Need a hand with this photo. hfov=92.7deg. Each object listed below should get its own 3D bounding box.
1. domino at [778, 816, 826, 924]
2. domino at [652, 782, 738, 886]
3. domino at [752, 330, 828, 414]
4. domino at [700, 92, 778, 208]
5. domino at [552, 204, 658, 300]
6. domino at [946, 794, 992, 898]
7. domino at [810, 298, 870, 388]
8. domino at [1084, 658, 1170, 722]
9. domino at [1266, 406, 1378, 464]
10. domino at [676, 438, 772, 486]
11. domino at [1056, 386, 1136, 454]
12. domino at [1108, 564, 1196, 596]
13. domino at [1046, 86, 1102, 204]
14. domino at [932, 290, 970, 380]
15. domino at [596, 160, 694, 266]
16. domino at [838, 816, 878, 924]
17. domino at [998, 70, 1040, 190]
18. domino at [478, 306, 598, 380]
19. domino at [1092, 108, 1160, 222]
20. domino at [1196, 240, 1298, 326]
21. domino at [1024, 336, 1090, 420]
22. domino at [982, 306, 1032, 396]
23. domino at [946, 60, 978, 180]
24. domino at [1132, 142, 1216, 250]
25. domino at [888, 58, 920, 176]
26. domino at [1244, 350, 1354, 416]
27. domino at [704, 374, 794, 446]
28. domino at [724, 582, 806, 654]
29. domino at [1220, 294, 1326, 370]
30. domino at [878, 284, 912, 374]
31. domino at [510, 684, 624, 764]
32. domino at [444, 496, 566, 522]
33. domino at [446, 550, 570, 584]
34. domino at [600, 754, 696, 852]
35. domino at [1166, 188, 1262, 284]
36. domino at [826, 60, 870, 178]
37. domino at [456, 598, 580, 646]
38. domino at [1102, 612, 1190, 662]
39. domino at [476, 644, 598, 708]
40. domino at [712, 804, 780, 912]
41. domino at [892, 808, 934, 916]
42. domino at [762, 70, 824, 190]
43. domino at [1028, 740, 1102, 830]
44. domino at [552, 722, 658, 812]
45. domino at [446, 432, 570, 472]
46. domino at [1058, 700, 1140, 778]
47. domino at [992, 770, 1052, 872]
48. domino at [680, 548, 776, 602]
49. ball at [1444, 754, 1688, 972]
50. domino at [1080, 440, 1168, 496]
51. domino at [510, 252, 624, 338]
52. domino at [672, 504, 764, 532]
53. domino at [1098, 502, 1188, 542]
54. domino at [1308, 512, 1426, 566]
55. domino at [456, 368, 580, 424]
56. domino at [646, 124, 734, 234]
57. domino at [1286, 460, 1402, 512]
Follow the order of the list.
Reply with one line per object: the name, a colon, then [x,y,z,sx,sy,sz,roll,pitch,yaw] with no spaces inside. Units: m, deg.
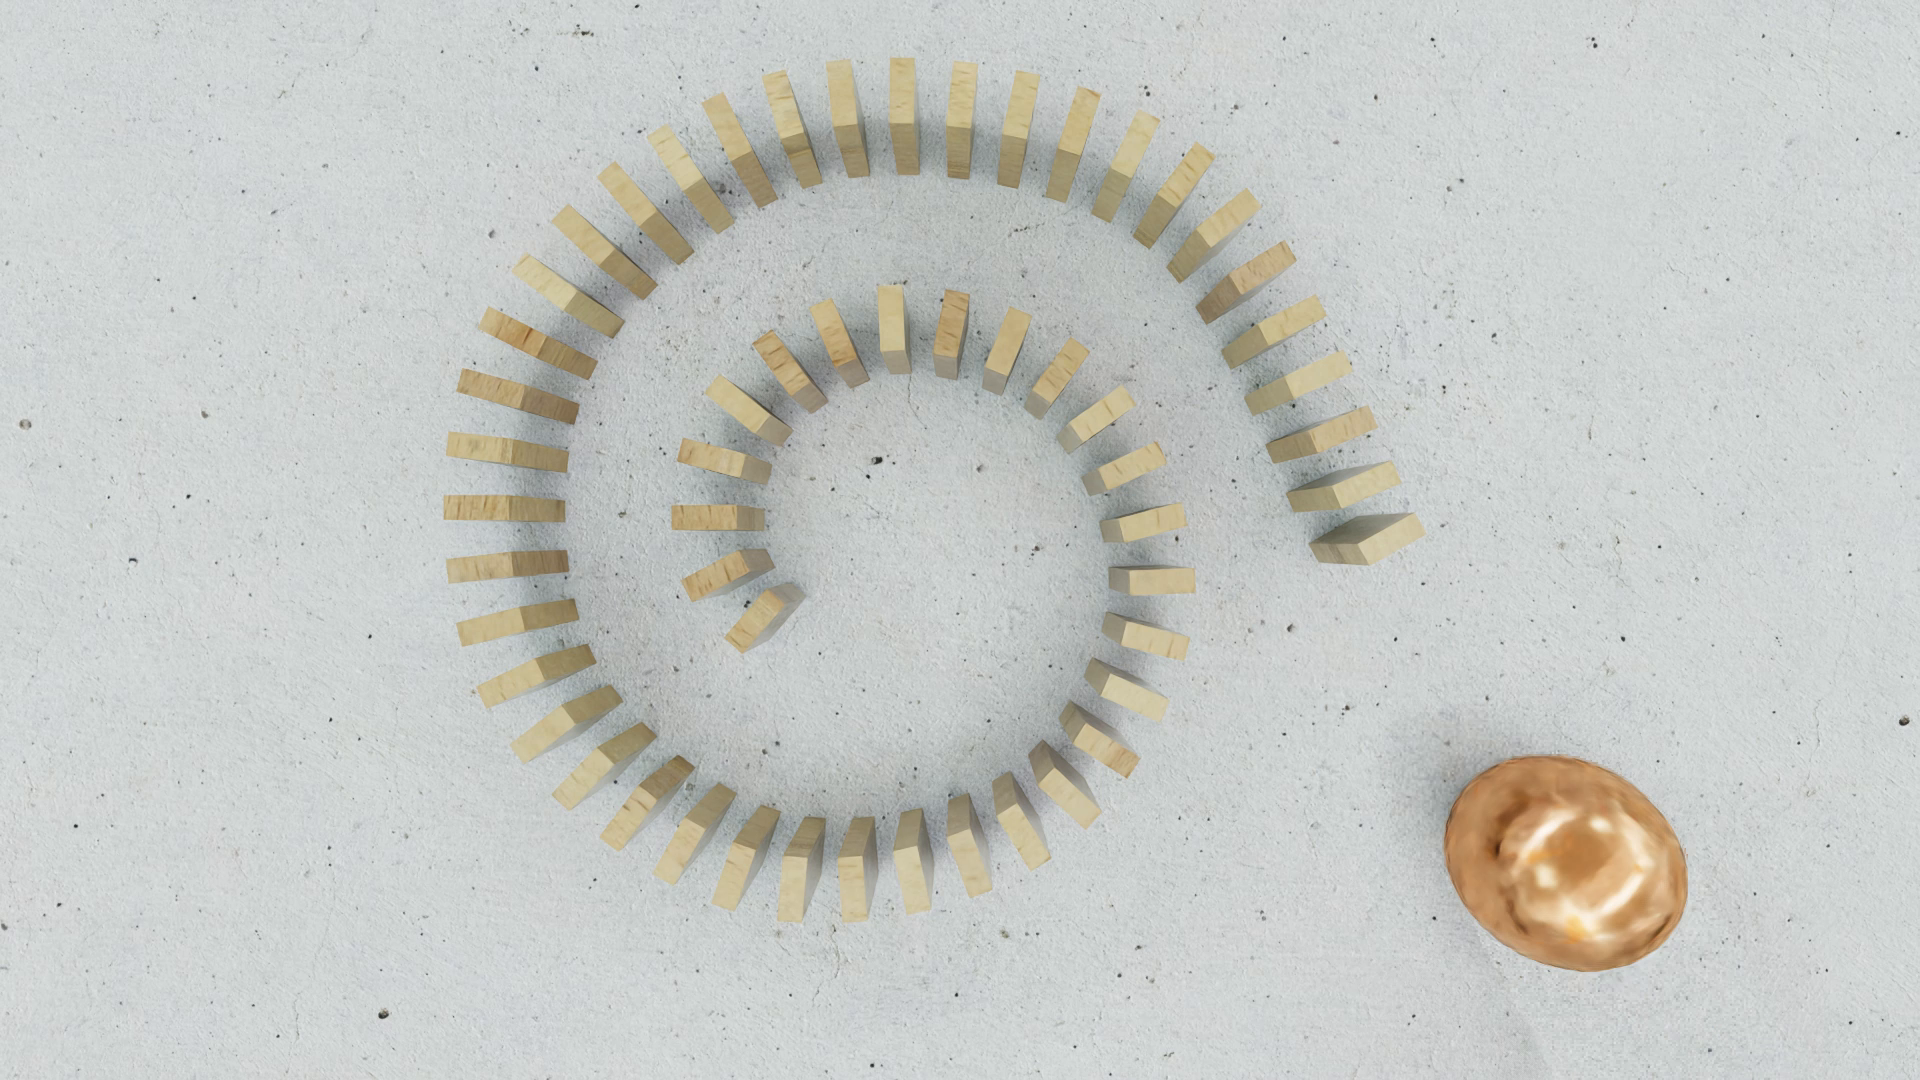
domino: [-0.064,0.133,0.375,0.010,0.050,0.025,5,90,0]
domino: [-0.107,0.119,0.375,0.009,0.050,0.025,29,90,0]
domino: [-0.068,-0.068,0.375,0.009,0.050,0.025,-36,90,0]
domino: [-0.089,-0.158,0.375,0.010,0.050,0.025,-27,90,0]
domino: [-0.144,-0.117,0.375,0.025,0.050,0.009,44,90,0]
domino: [0.004,0.124,0.375,0.009,0.050,0.025,-21,90,0]
domino: [-0.048,-0.079,0.375,0.009,0.050,0.025,-23,90,0]
domino: [0.067,0.060,0.375,0.025,0.050,0.009,24,90,0]
domino: [0.146,-0.042,0.375,0.025,0.050,0.009,-23,90,0]
domino: [-0.095,-0.031,0.375,0.025,0.050,0.009,15,90,0]
domino: [0.055,-0.048,0.375,0.025,0.050,0.010,-35,90,0]
domino: [0.077,0.016,0.375,0.025,0.050,0.010,-2,90,0]
domino: [0.046,-0.160,0.375,0.010,0.050,0.025,19,90,0]
domino: [-0.003,-0.083,0.375,0.009,0.050,0.025,12,90,0]
domino: [-0.127,-0.132,0.375,0.010,0.050,0.025,-40,90,0]
domino: [-0.041,0.134,0.375,0.010,0.050,0.025,-5,90,0]
domino: [0.023,-0.166,0.375,0.010,0.050,0.025,12,90,0]
domino: [-0.171,-0.079,0.375,0.025,0.050,0.010,27,90,0]
domino: [0.067,-0.151,0.375,0.009,0.050,0.025,26,90,0]
domino: [0.116,-0.104,0.375,0.025,0.050,0.010,-31,90,0]
domino: [0.039,-0.065,0.375,0.010,0.050,0.025,36,90,0]
domino: [0.019,-0.076,0.375,0.010,0.050,0.025,22,90,0]
domino: [0.001,-0.170,0.375,0.009,0.050,0.025,7,90,0]
domino: [0.087,-0.140,0.375,0.009,0.050,0.025,37,90,0]
domino: [-0.022,-0.172,0.375,0.010,0.050,0.025,1,90,0]
domino: [0.137,-0.063,0.375,0.025,0.050,0.009,-25,90,0]
domino: [-0.085,-0.052,0.375,0.025,0.050,0.009,39,90,0]
domino: [-0.079,0.031,0.375,0.009,0.050,0.025,41,90,0]
domino: [0.127,-0.084,0.375,0.025,0.050,0.010,-27,90,0]
domino: [-0.026,-0.085,0.375,0.010,0.050,0.025,-3,90,0]
domino: [-0.160,0.074,0.375,0.025,0.050,0.010,-38,90,0]
domino: [-0.185,-0.012,0.375,0.025,0.050,0.010,0,90,0]
domino: [-0.183,0.011,0.375,0.025,0.050,0.009,-7,90,0]
domino: [-0.127,0.106,0.375,0.009,0.050,0.025,37,90,0]
domino: [0.103,-0.123,0.375,0.025,0.050,0.009,-39,90,0]
domino: [-0.045,-0.171,0.375,0.009,0.050,0.025,-6,90,0]
domino: [-0.179,0.033,0.375,0.025,0.050,0.010,-14,90,0]
domino: [0.075,0.039,0.375,0.025,0.050,0.009,14,90,0]
domino: [-0.172,0.055,0.375,0.025,0.050,0.010,-26,90,0]
domino: [-0.087,0.129,0.375,0.009,0.050,0.025,19,90,0]
domino: [-0.018,0.130,0.375,0.009,0.050,0.025,-12,90,0]
domino: [-0.068,-0.166,0.375,0.010,0.050,0.025,-17,90,0]
domino: [0.042,0.099,0.375,0.025,0.050,0.009,43,90,0]
domino: [-0.144,0.091,0.375,0.010,0.050,0.025,44,90,0]
domino: [-0.184,-0.035,0.375,0.025,0.050,0.009,7,90,0]
domino: [0.056,0.081,0.375,0.025,0.050,0.010,33,90,0]
domino: [0.024,0.114,0.375,0.009,0.050,0.025,-32,90,0]
domino: [-0.094,0.014,0.375,0.025,0.050,0.009,-28,90,0]
ball: [0.235,0.126,0.360,0.080,0.080,0.080,0,90,0]
domino: [0.066,-0.028,0.375,0.025,0.050,0.009,-25,90,0]
domino: [-0.159,-0.099,0.375,0.025,0.050,0.009,37,90,0]
domino: [-0.098,-0.009,0.375,0.025,0.050,0.009,0,90,0]
domino: [0.074,-0.007,0.375,0.025,0.050,0.009,-15,90,0]
domino: [0.165,0.000,0.375,0.025,0.050,0.010,-29,90,0]
domino: [-0.179,-0.058,0.375,0.025,0.050,0.009,15,90,0]
domino: [-0.109,-0.146,0.375,0.010,0.050,0.025,-34,90,0]
domino: [0.155,-0.021,0.375,0.025,0.050,0.009,-23,90,0]
